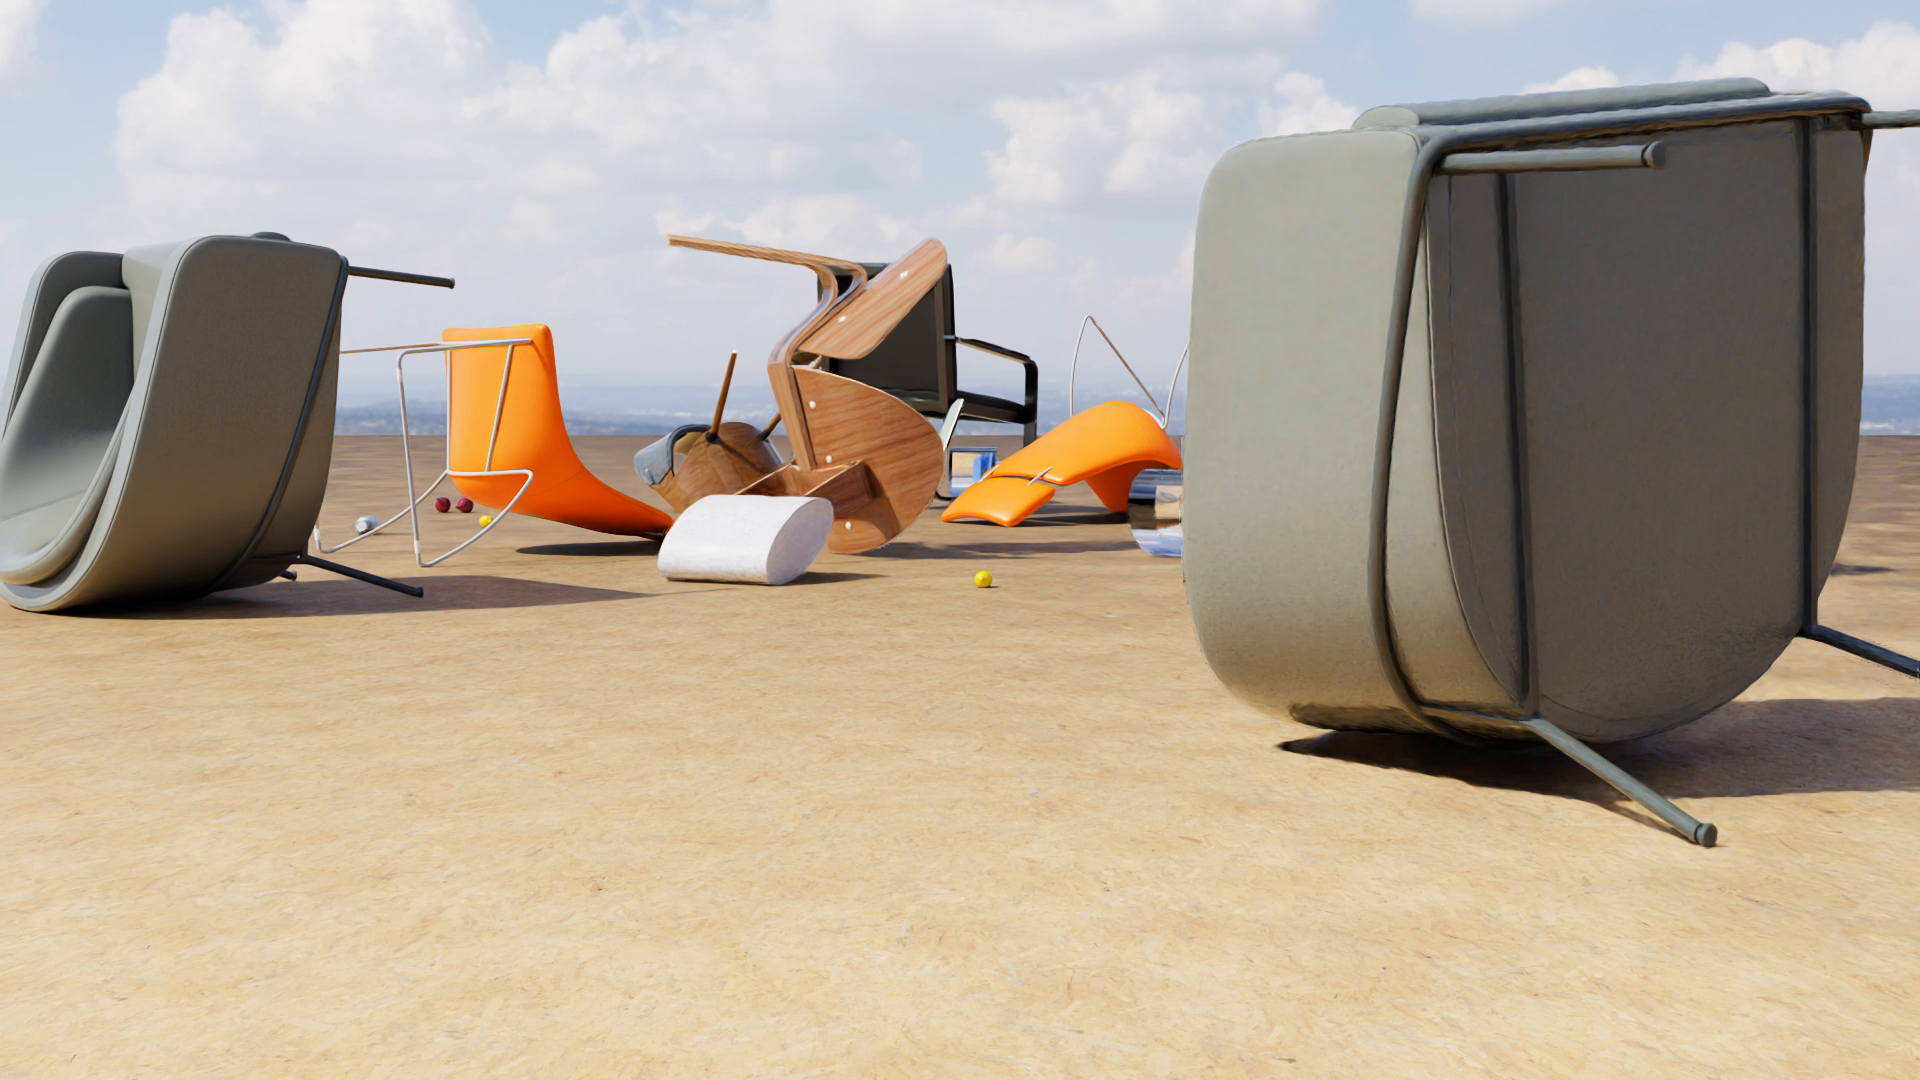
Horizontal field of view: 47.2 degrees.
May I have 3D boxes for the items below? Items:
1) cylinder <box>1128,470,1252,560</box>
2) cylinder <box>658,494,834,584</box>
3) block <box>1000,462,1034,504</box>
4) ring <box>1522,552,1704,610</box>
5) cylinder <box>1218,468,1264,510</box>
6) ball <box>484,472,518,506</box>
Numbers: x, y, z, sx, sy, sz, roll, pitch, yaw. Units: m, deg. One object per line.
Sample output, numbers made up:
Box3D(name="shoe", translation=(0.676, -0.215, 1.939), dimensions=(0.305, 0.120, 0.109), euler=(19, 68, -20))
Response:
Box3D(name="cylinder", translation=(0.613, -0.069, 5.847), dimensions=(0.247, 0.258, 0.206), euler=(3, 49, 37))
Box3D(name="cylinder", translation=(-0.503, -0.003, 5.187), dimensions=(0.296, 0.146, 0.329), euler=(2, 30, 27))
Box3D(name="block", translation=(0.175, -0.228, 8.714), dimensions=(0.166, 0.158, 0.265), euler=(-1, 4, -16))
Box3D(name="ring", translation=(1.354, 0.085, 4.560), dimensions=(0.413, 0.104, 0.266), euler=(-2, 4, -22))
Box3D(name="cylinder", translation=(1.012, -0.182, 8.057), dimensions=(0.186, 0.148, 0.094), euler=(26, -2, -12))
Box3D(name="ball", translation=(-1.754, -0.192, 8.407), dimensions=(0.129, 0.129, 0.129), euler=(0, 4, 0))
